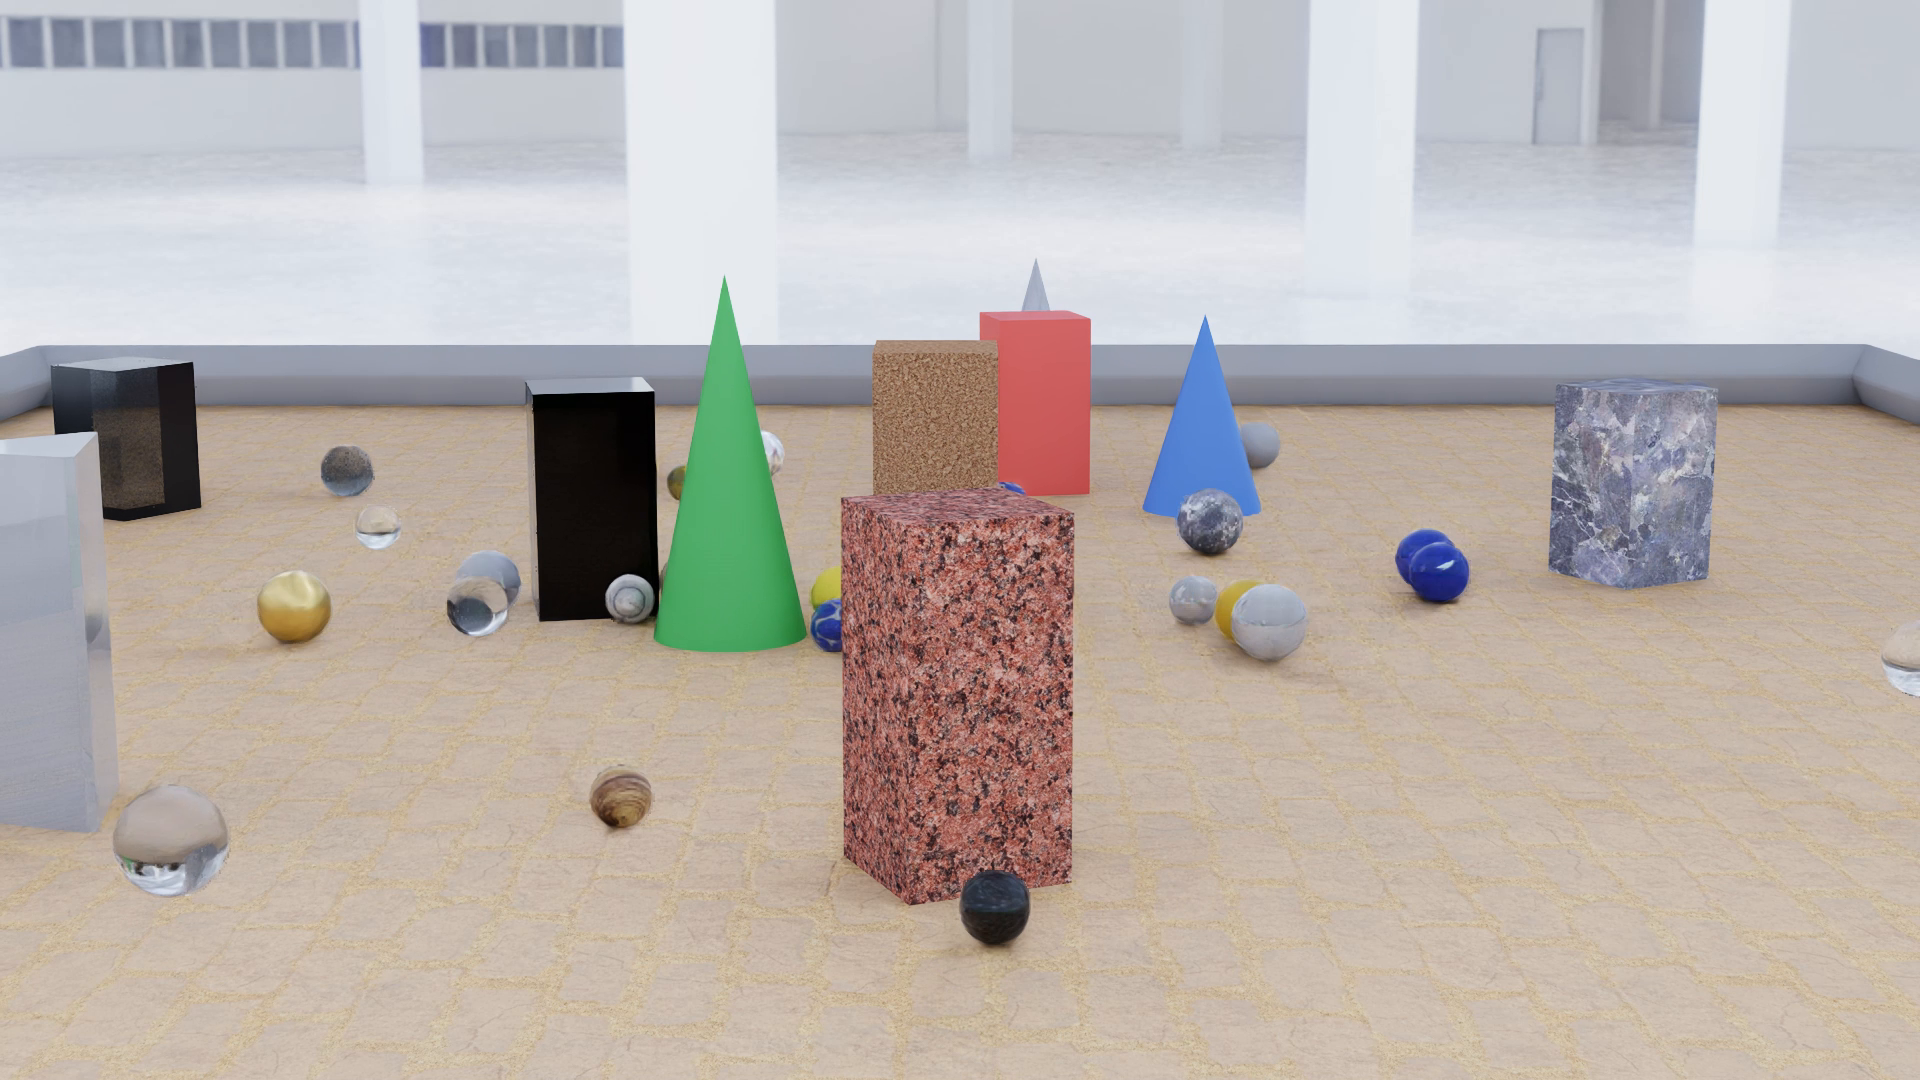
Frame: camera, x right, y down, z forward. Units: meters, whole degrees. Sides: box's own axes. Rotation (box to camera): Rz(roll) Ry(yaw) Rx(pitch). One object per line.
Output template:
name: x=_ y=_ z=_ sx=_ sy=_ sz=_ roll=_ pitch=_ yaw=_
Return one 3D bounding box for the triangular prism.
triangular prism: x=-0.890 y=0.084 z=2.530 sx=0.172 sy=0.365 sz=0.149 roll=4 pitch=11 yaw=19

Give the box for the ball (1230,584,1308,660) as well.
ball: x=0.381 y=0.101 z=3.162 sx=0.095 sy=0.095 sz=0.095 roll=0 pitch=10 yaw=0

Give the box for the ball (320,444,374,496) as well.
ball: x=-1.047 y=-0.118 z=4.382 sx=0.089 sy=0.089 sz=0.089 roll=0 pitch=10 yaw=0

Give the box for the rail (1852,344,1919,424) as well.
rail: x=1.958 y=0.031 z=3.460 sx=0.045 sy=0.129 sz=4.314 roll=0 pitch=10 yaw=0

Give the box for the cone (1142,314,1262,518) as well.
cone: x=0.403 y=-0.212 z=4.241 sx=0.198 sy=0.325 sz=0.198 roll=0 pitch=10 yaw=0

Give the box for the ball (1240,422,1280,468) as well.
ball: x=0.542 y=-0.174 z=4.686 sx=0.087 sy=0.087 sz=0.087 roll=0 pitch=10 yaw=0

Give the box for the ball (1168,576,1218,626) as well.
ball: x=0.308 y=0.080 z=3.376 sx=0.067 sy=0.067 sz=0.067 roll=0 pitch=10 yaw=0

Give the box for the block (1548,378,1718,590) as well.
block: x=0.967 y=-0.085 z=3.691 sx=0.159 sy=0.274 sz=0.159 roll=-6 pitch=12 yaw=-29

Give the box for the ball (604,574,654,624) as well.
ball: x=-0.436 y=0.078 z=3.388 sx=0.065 sy=0.065 sz=0.065 roll=0 pitch=10 yaw=0

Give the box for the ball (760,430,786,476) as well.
ball: x=-0.355 y=-0.152 z=4.574 sx=0.086 sy=0.086 sz=0.086 roll=0 pitch=10 yaw=0

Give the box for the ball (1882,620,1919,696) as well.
ball: x=1.123 y=0.139 z=2.995 sx=0.089 sy=0.089 sz=0.089 roll=0 pitch=10 yaw=0

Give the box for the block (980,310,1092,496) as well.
block: x=0.129 y=-0.239 z=4.447 sx=0.159 sy=0.302 sz=0.159 roll=-2 pitch=11 yaw=-12

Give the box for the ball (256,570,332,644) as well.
ball: x=-0.849 y=0.085 z=3.272 sx=0.093 sy=0.093 sz=0.093 roll=0 pitch=10 yaw=0

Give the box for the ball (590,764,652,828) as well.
ball: x=-0.328 y=0.248 z=2.481 sx=0.061 sy=0.061 sz=0.061 roll=0 pitch=10 yaw=0

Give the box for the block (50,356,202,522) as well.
block: x=-1.375 y=-0.170 z=4.233 sx=0.159 sy=0.244 sz=0.159 roll=7 pitch=12 yaw=32

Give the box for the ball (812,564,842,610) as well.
ball: x=-0.152 y=0.074 z=3.346 sx=0.084 sy=0.084 sz=0.084 roll=0 pitch=10 yaw=0

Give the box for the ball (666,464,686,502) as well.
ball: x=-0.462 y=-0.096 z=4.327 sx=0.065 sy=0.065 sz=0.065 roll=0 pitch=10 yaw=0

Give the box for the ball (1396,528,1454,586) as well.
ball: x=0.656 y=0.027 z=3.605 sx=0.087 sy=0.087 sz=0.087 roll=0 pitch=10 yaw=0

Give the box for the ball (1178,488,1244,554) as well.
ball: x=0.378 y=-0.029 z=3.869 sx=0.099 sy=0.099 sz=0.099 roll=0 pitch=10 yaw=0

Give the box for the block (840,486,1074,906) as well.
block: x=-0.004 y=0.135 z=2.325 sx=0.159 sy=0.339 sz=0.159 roll=-5 pitch=11 yaw=-23

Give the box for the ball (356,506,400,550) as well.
ball: x=-0.886 y=-0.019 z=3.903 sx=0.067 sy=0.067 sz=0.067 roll=0 pitch=10 yaw=0

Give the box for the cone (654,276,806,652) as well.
cone: x=-0.297 y=-0.107 z=3.280 sx=0.198 sy=0.468 sz=0.198 roll=0 pitch=10 yaw=0

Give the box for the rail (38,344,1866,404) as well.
rail: x=-0.012 y=-0.355 z=5.546 sx=3.963 sy=0.129 sz=0.045 roll=0 pitch=10 yaw=0

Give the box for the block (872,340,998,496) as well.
block: x=-0.031 y=-0.069 z=3.347 sx=0.159 sy=0.369 sz=0.159 roll=0 pitch=10 yaw=0

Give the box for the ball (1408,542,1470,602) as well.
ball: x=0.658 y=0.045 z=3.521 sx=0.082 sy=0.082 sz=0.082 roll=0 pitch=10 yaw=0

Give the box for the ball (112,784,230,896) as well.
ball: x=-0.699 y=0.267 z=2.275 sx=0.099 sy=0.099 sz=0.099 roll=0 pitch=10 yaw=0

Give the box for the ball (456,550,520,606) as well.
ball: x=-0.634 y=0.057 z=3.444 sx=0.087 sy=0.087 sz=0.087 roll=0 pitch=10 yaw=0

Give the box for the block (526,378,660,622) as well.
block: x=-0.498 y=-0.058 z=3.466 sx=0.159 sy=0.304 sz=0.159 roll=-2 pitch=11 yaw=-13

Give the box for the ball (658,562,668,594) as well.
ball: x=-0.361 y=0.057 z=3.441 sx=0.086 sy=0.086 sz=0.086 roll=0 pitch=10 yaw=0

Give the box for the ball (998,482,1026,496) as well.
ball: x=0.074 y=-0.058 z=4.105 sx=0.071 sy=0.071 sz=0.071 roll=0 pitch=10 yaw=0

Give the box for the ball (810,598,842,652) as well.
ball: x=-0.154 y=0.107 z=3.222 sx=0.068 sy=0.068 sz=0.068 roll=0 pitch=10 yaw=0

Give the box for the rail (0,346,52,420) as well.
rail: x=-1.958 y=0.035 z=3.438 sx=0.045 sy=0.129 sz=4.314 roll=0 pitch=10 yaw=0

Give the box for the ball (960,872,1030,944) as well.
ball: x=0.029 y=0.309 z=2.152 sx=0.060 sy=0.060 sz=0.060 roll=0 pitch=10 yaw=0

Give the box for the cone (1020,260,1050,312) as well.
cone: x=0.146 y=-0.363 z=4.945 sx=0.198 sy=0.366 sz=0.198 roll=0 pitch=10 yaw=0

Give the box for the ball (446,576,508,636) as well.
ball: x=-0.623 y=0.085 z=3.311 sx=0.079 sy=0.079 sz=0.079 roll=0 pitch=10 yaw=0

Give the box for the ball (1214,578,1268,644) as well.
ball: x=0.366 y=0.092 z=3.252 sx=0.088 sy=0.088 sz=0.088 roll=0 pitch=10 yaw=0
